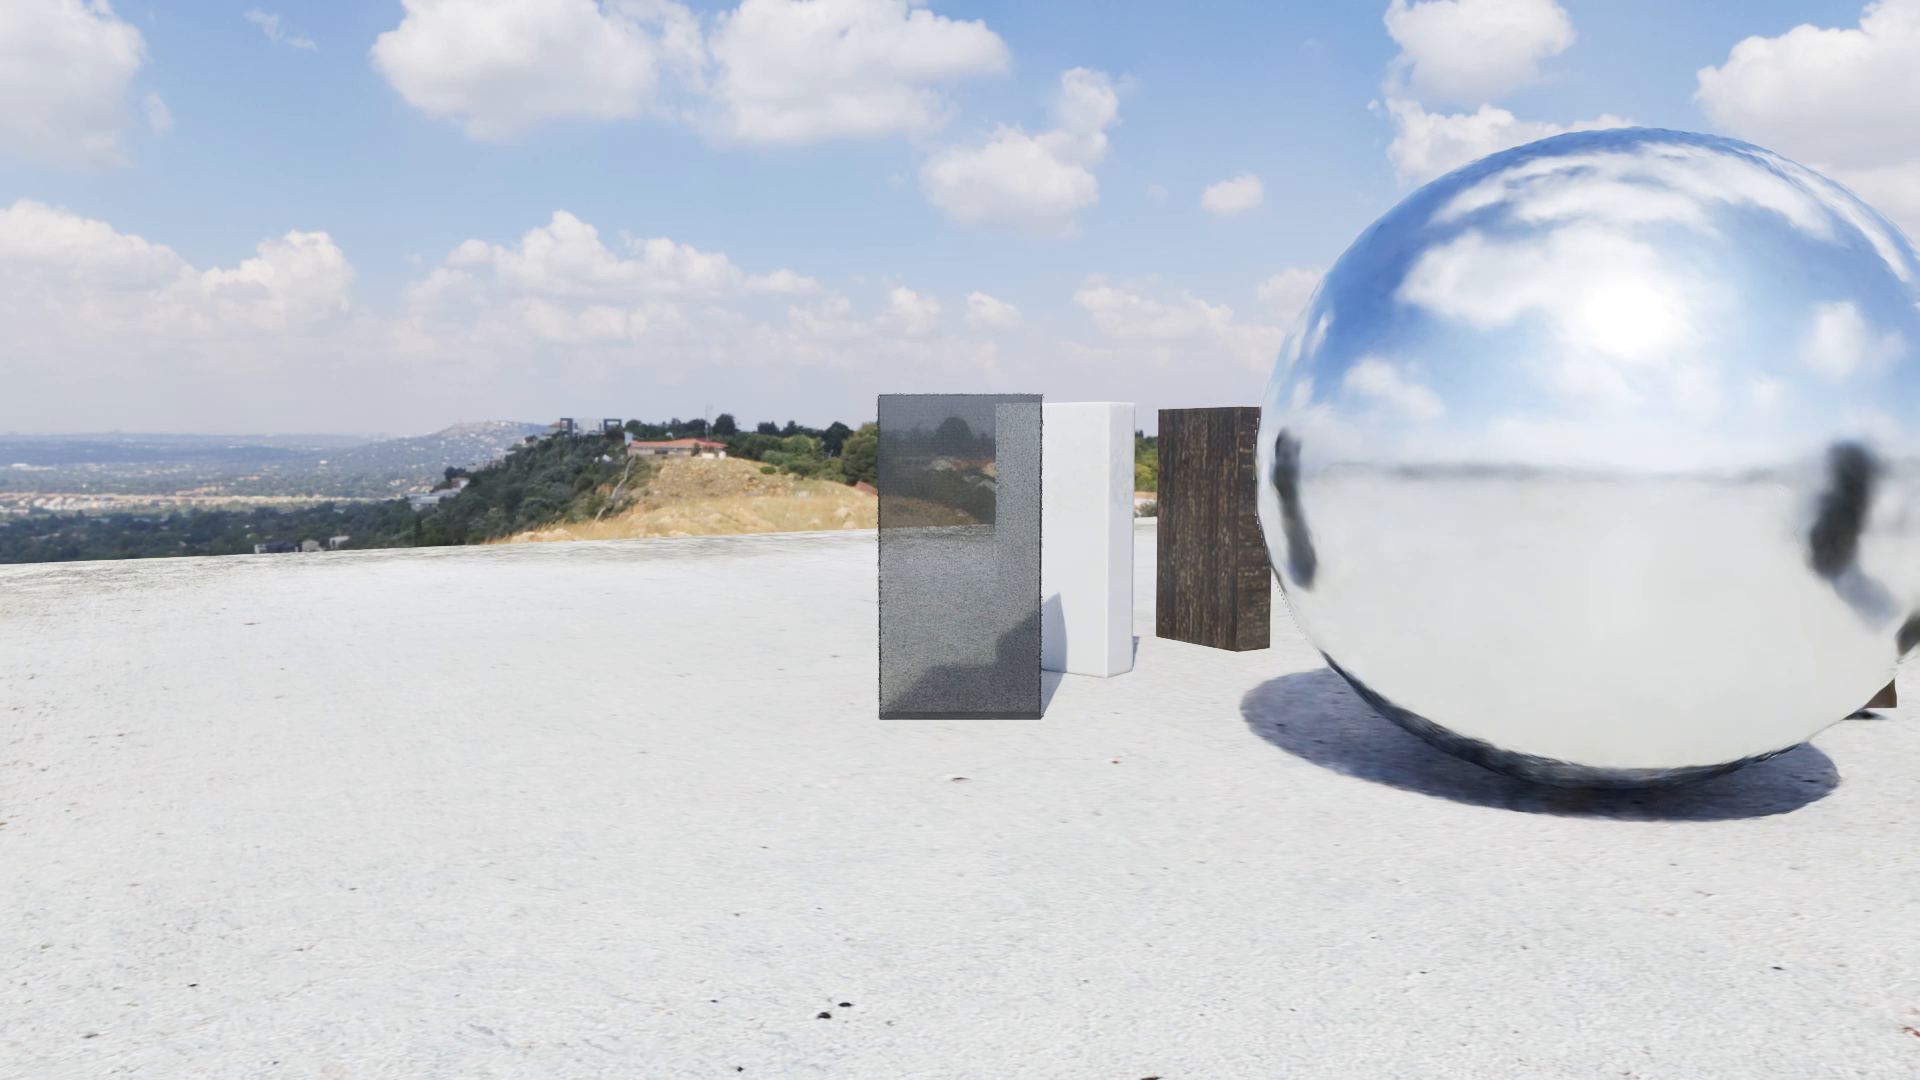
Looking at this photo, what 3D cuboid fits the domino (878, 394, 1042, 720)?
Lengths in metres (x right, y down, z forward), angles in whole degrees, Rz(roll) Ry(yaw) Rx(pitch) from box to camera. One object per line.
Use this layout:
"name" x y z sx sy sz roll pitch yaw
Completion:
"domino" 0.000 0.002 0.201 0.025 0.050 0.009 0 4 0

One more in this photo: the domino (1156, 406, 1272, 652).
"domino" 0.054 -0.003 0.274 0.010 0.050 0.025 -3 5 -32

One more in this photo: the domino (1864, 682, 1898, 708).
"domino" 0.131 0.002 0.204 0.025 0.050 0.010 0 -8 -5

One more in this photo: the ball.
"ball" 0.078 -0.009 0.160 0.080 0.080 0.080 0 4 0

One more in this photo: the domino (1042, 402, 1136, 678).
"domino" 0.020 -0.001 0.242 0.025 0.050 0.010 3 5 38
